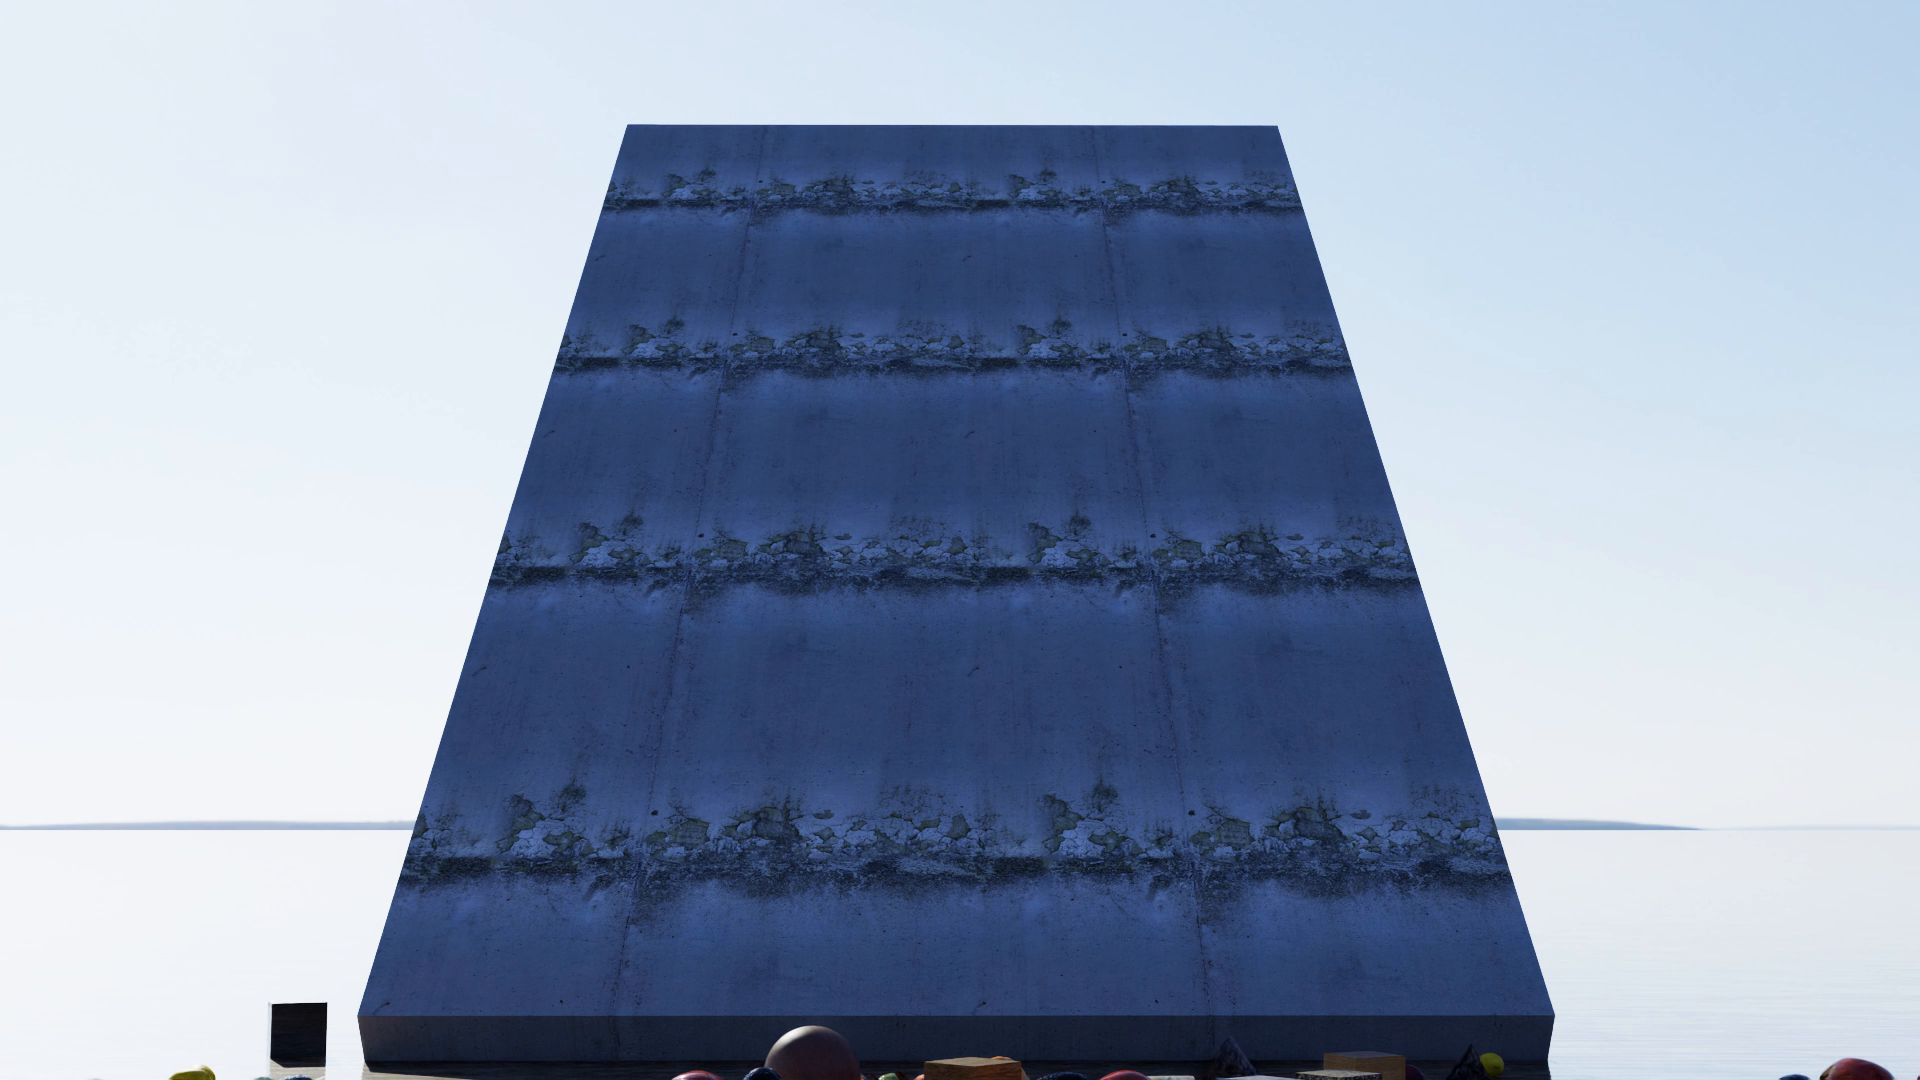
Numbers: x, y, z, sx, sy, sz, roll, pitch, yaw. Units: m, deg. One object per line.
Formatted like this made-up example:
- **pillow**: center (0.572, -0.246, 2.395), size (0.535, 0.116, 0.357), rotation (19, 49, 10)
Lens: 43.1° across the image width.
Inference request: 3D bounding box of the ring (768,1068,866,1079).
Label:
- **ring**: center (-0.200, 0.775, 3.428), size (0.150, 0.050, 0.150), rotation (1, -6, 0)

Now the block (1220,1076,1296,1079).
- **block**: center (0.360, 0.690, 2.893), size (0.093, 0.093, 0.093), rotation (6, -9, -40)

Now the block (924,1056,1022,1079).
- **block**: center (0.017, 0.723, 3.160), size (0.090, 0.090, 0.090), rotation (-6, -9, 43)

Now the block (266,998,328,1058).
- **block**: center (-1.145, 0.843, 4.201), size (0.093, 0.093, 0.093), rotation (2, -7, -19)

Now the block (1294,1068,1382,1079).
- **block**: center (0.486, 0.724, 3.122), size (0.079, 0.079, 0.079), rotation (5, -9, -39)

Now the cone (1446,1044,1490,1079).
- **cone**: center (0.721, 0.790, 3.519), size (0.090, 0.090, 0.090), rotation (-28, -10, 5)

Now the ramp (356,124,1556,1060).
- **ramp**: center (-0.014, -0.199, 5.797), size (2.000, 0.100, 4.000), rotation (0, 31, 0)

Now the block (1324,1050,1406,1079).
- **block**: center (0.558, 0.751, 3.357), size (0.080, 0.080, 0.080), rotation (3, -7, -24)

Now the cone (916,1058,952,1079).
- **cone**: center (-0.012, 0.757, 3.245), size (0.093, 0.093, 0.093), rotation (1, 20, -8)

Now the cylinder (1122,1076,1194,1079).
- **cylinder**: center (0.245, 0.707, 3.009), size (0.086, 0.086, 0.086), rotation (1, -7, -6)
